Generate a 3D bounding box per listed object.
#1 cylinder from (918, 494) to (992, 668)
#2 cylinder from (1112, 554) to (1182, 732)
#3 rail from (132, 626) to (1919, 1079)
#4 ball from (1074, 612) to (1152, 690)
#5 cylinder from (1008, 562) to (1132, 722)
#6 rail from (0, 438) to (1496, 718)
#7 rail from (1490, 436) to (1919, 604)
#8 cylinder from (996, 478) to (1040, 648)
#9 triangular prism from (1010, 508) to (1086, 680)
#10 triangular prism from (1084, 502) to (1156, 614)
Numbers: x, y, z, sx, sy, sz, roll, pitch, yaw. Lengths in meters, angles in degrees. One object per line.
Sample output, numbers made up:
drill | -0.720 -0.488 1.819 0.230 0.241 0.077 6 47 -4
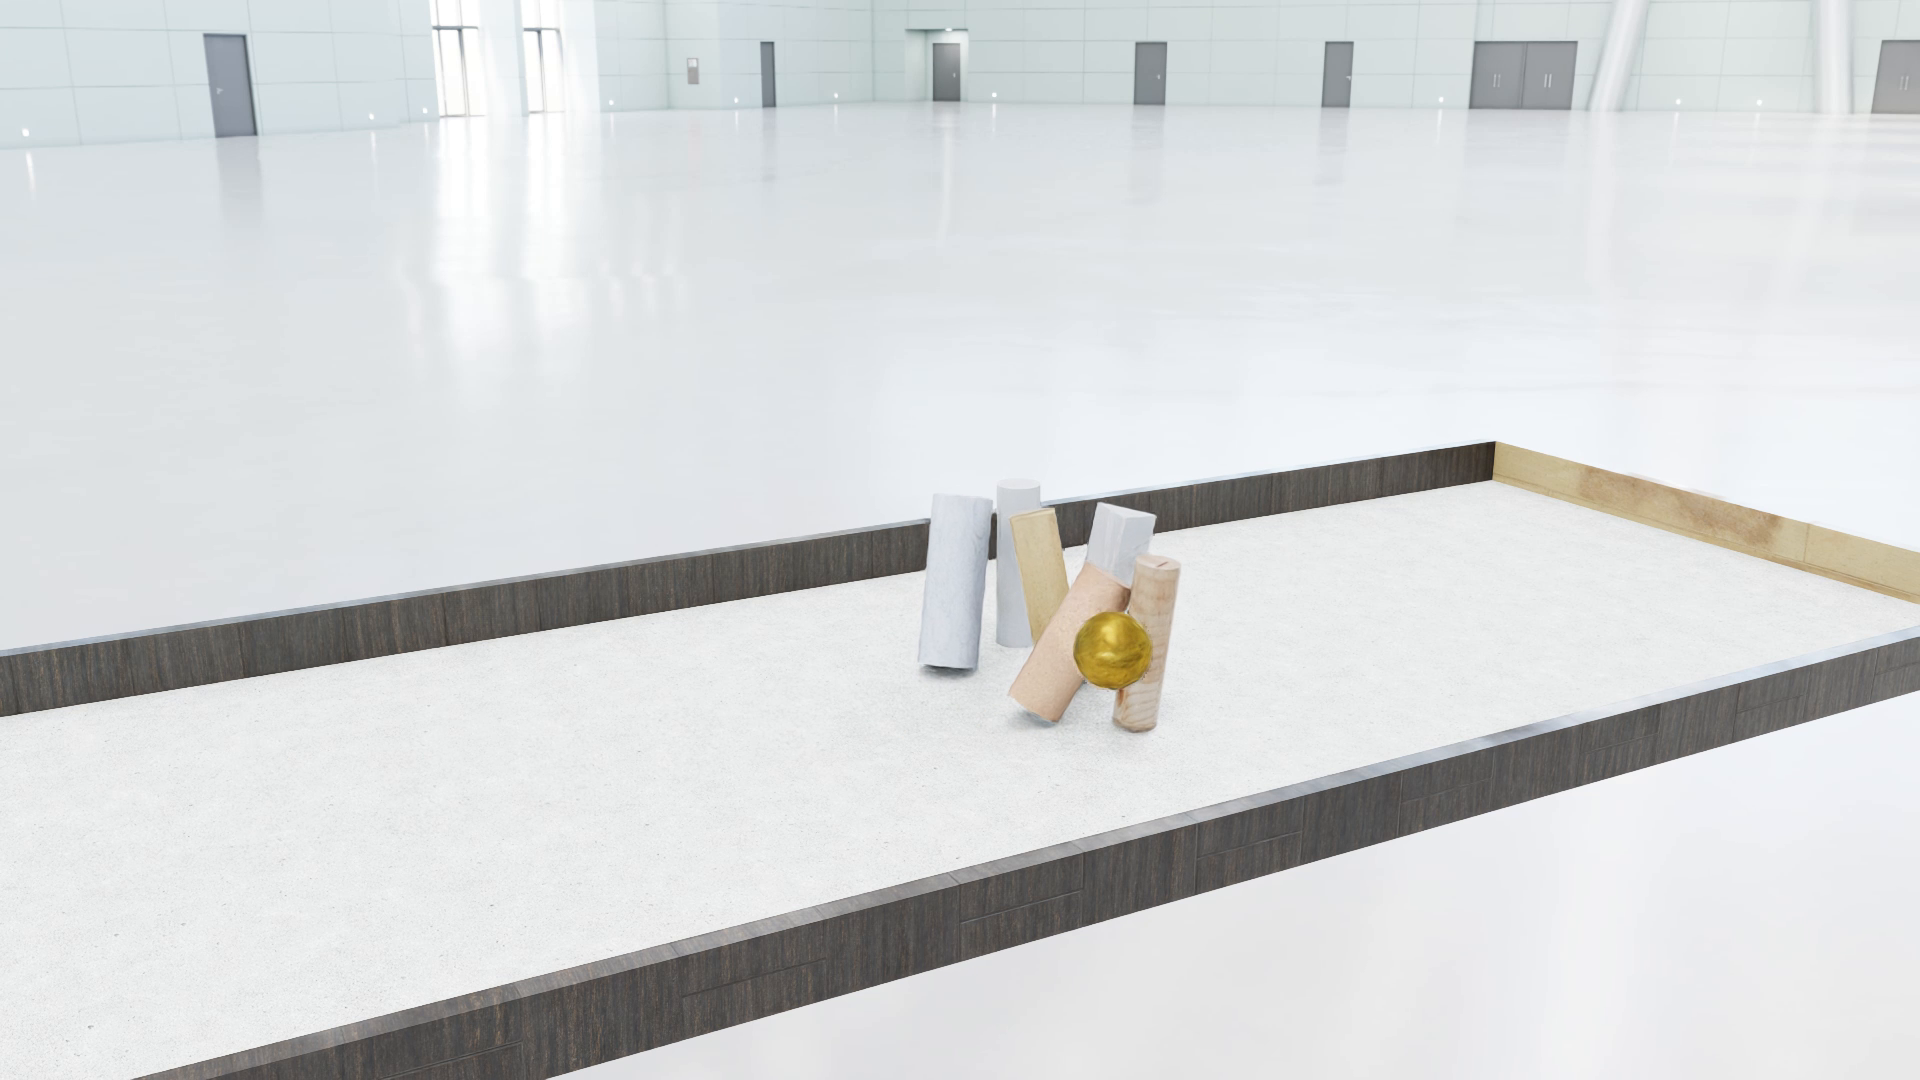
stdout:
cylinder | -0.012 0.103 4.200 0.154 0.428 0.154 5 1 0
cylinder | 0.431 0.239 3.818 0.105 0.398 0.105 6 17 -2
rail | -2.336 1.006 1.665 12.000 0.150 0.050 -9 18 -27
ball | 0.334 0.242 3.618 0.171 0.171 0.171 0 16 0
cylinder | 0.263 0.239 3.871 0.138 0.359 0.138 30 6 -4
rail | -3.305 0.497 3.399 12.000 0.150 0.050 -9 18 -27
rail | 2.466 -0.048 5.253 0.050 0.150 2.100 -9 18 -27
cylinder | 0.153 0.061 4.373 0.116 0.436 0.116 0 16 0
triangular prism | 0.201 0.142 4.084 0.117 0.434 0.102 -13 6 -17
triangular prism | 0.355 0.121 4.153 0.128 0.413 0.148 21 15 35
